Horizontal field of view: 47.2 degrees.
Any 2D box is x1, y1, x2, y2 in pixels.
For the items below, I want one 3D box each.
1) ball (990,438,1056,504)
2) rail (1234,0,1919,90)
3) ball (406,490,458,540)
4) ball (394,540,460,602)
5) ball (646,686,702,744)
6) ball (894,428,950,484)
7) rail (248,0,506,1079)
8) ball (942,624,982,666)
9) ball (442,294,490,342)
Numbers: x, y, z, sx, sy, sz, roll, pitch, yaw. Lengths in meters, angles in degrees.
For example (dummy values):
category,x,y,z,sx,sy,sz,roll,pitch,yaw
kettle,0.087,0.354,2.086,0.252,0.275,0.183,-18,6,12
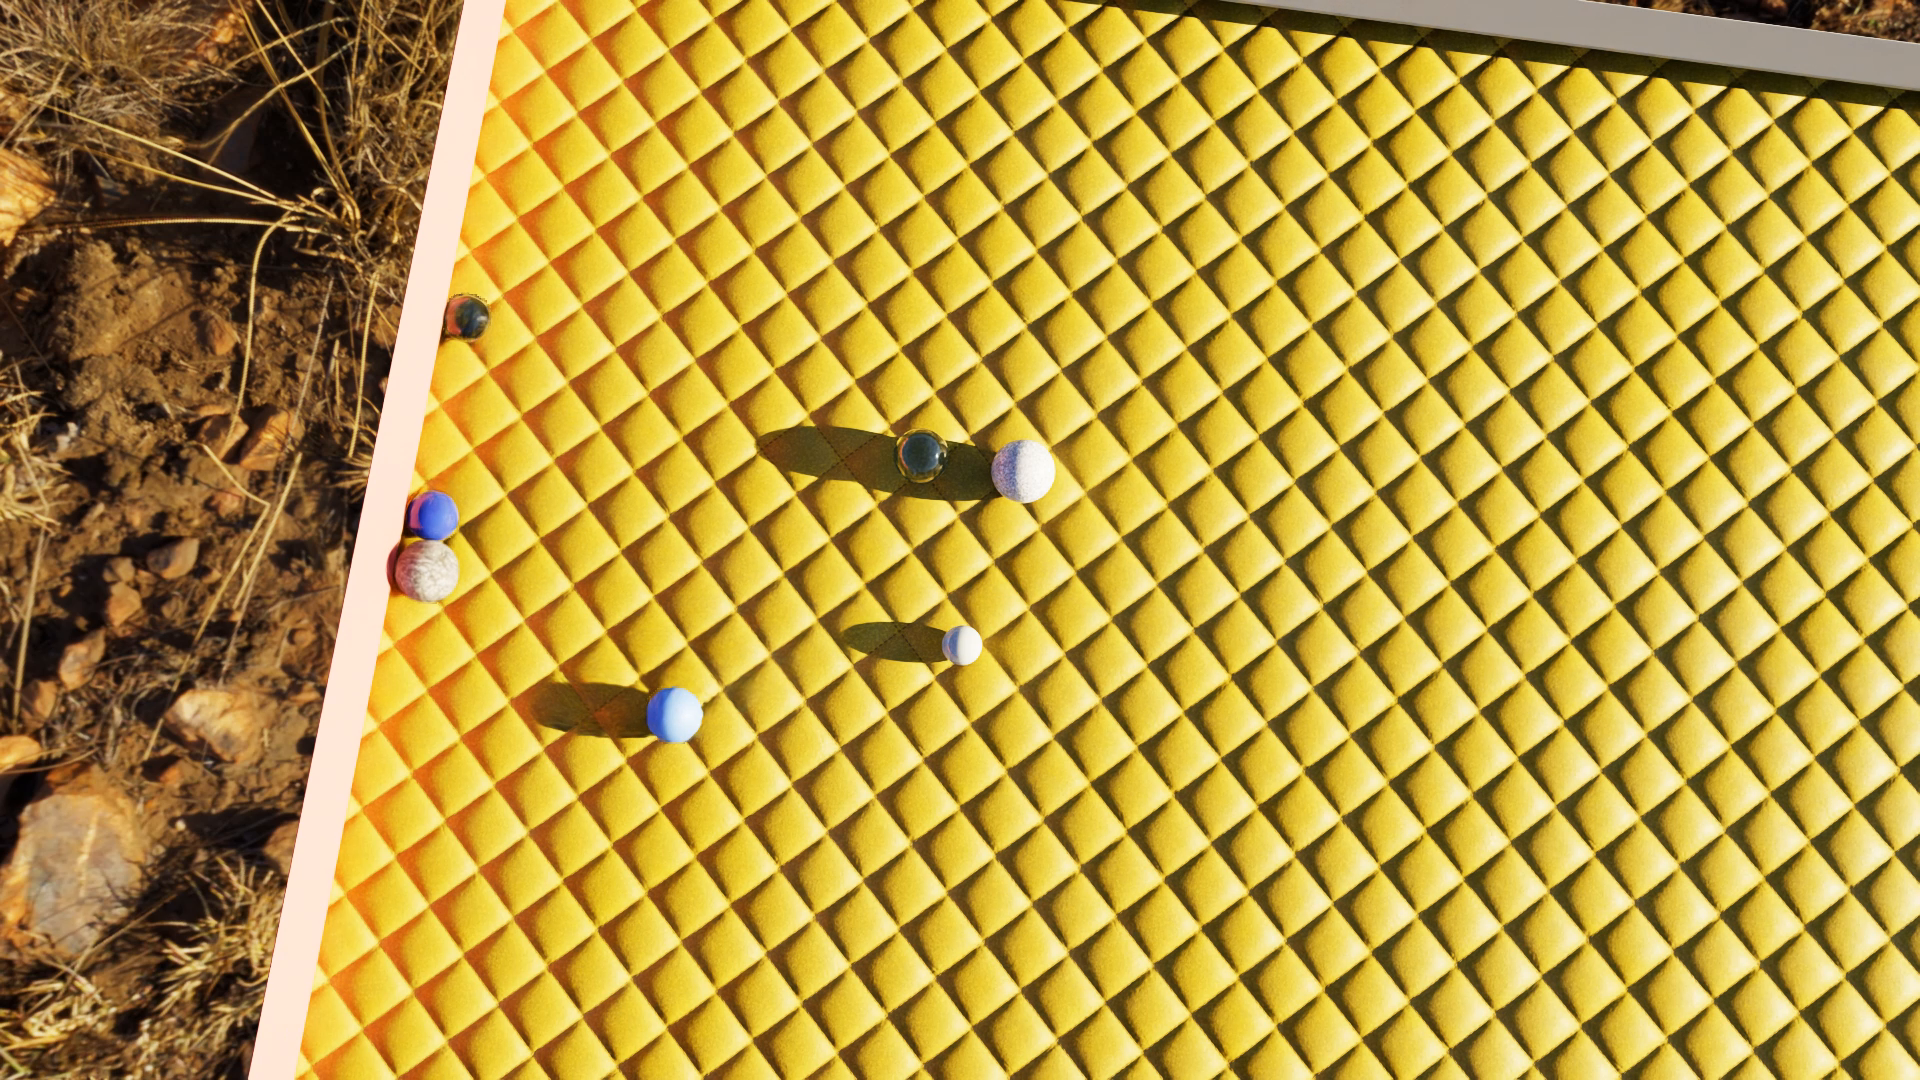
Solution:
category,x,y,z,sx,sy,sz,roll,pitch,yaw
ball,0.095,-0.104,3.311,0.097,0.097,0.097,0,78,0
rail,0.993,-0.790,3.438,3.488,0.126,0.045,8,78,2
ball,-0.793,-0.036,3.307,0.077,0.077,0.077,0,78,0
ball,-0.795,0.046,3.281,0.095,0.095,0.095,0,78,0
ball,-0.421,0.258,3.243,0.083,0.083,0.083,0,78,0
ball,-0.059,-0.127,3.322,0.085,0.085,0.085,0,78,0
rail,-0.840,-0.120,3.299,0.045,0.126,1.912,8,78,2
ball,0.003,0.157,3.276,0.060,0.060,0.060,0,78,0
ball,-0.757,-0.339,3.373,0.073,0.073,0.073,0,78,0
